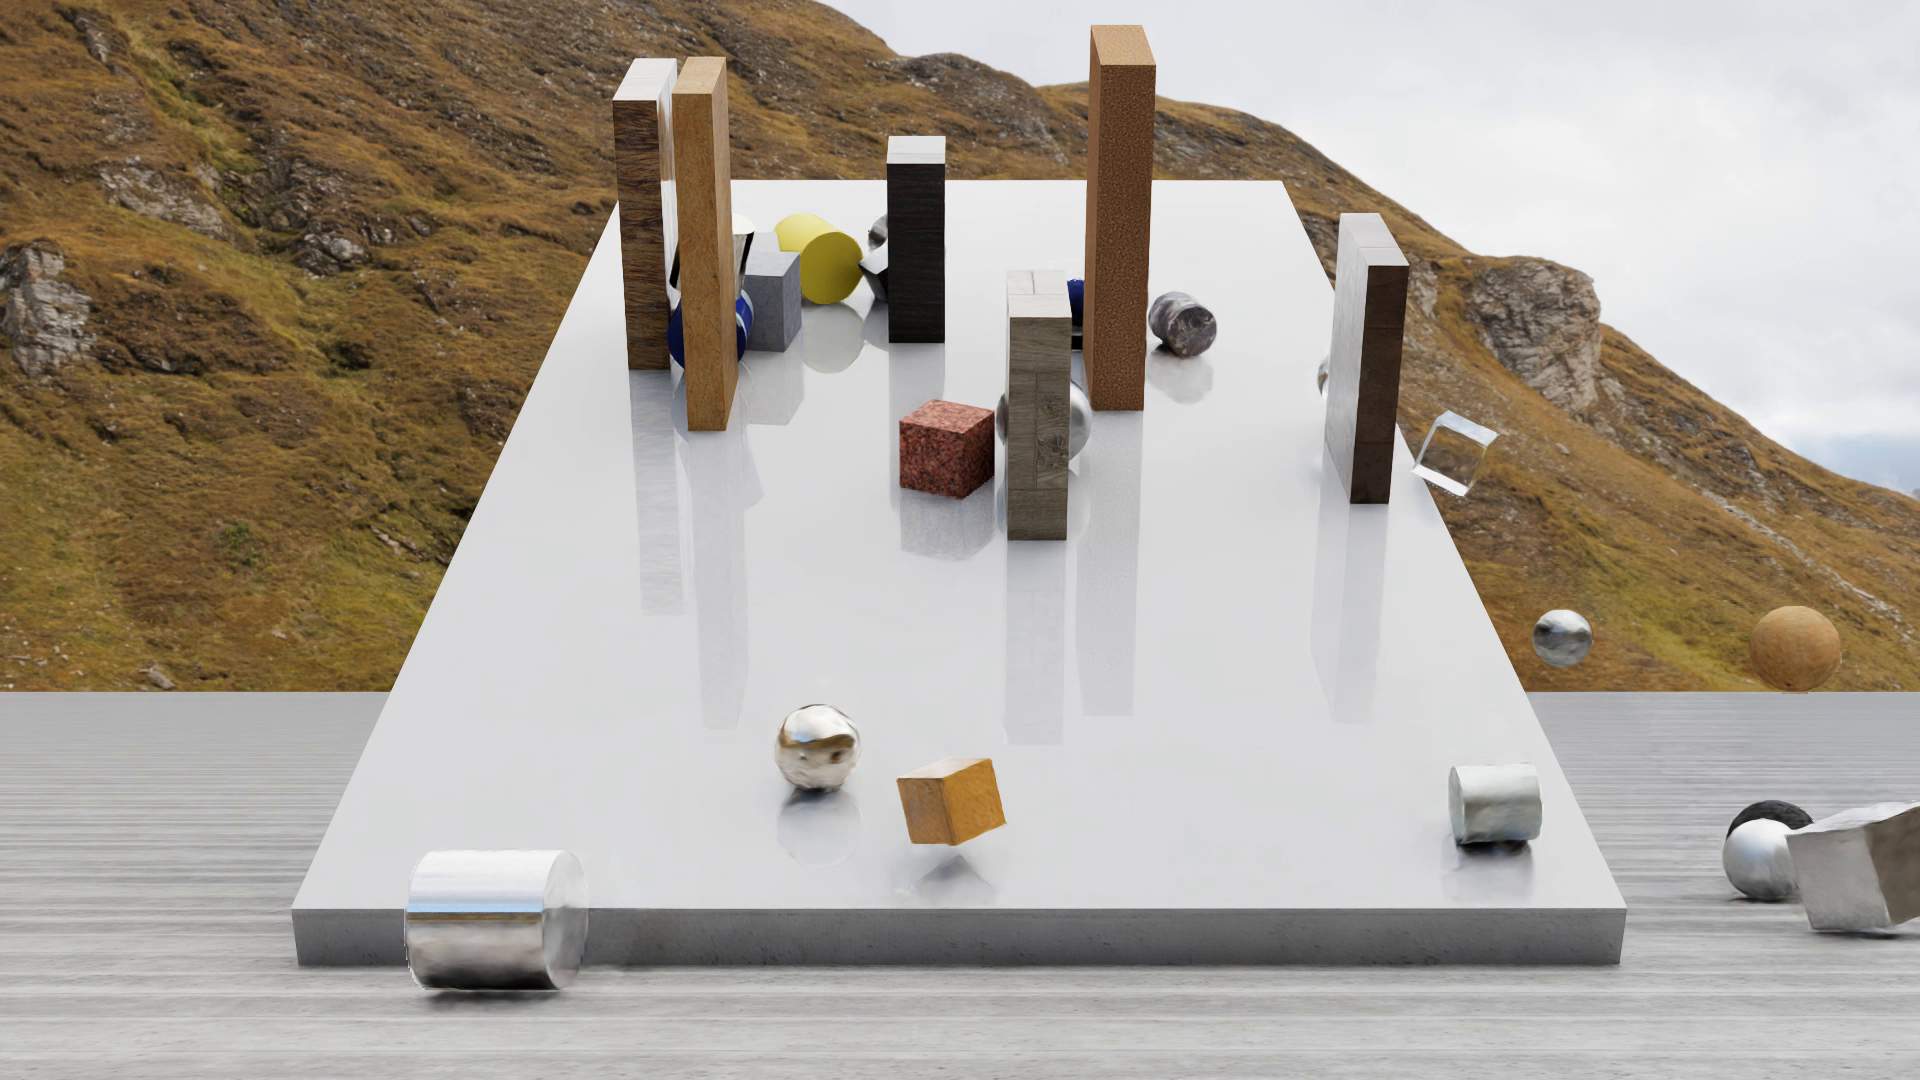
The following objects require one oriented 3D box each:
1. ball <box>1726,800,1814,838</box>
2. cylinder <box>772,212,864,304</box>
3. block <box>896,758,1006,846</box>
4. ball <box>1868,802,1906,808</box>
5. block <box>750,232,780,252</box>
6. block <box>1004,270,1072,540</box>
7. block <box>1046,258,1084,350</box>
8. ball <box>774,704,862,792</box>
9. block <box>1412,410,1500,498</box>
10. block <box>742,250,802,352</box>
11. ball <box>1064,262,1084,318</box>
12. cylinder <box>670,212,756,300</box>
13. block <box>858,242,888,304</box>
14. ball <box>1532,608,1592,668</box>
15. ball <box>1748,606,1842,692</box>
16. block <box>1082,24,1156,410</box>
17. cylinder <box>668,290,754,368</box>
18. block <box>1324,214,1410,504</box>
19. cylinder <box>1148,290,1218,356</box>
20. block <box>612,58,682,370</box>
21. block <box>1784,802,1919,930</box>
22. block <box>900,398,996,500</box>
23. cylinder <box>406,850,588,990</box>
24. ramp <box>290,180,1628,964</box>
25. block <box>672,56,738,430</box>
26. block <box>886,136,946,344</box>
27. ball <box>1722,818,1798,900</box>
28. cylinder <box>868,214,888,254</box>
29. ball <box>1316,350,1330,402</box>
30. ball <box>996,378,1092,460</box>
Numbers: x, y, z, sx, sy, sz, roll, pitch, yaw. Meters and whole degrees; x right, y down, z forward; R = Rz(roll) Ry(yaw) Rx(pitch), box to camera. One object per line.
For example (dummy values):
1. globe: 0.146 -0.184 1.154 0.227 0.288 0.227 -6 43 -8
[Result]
1. ball: 1.665 0.626 4.770 0.187 0.187 0.187 0 -4 0
2. cylinder: -0.379 -0.736 6.095 0.194 0.194 0.194 2 20 -31
3. block: -0.014 0.400 3.578 0.105 0.105 0.105 -18 8 -43
4. ball: 1.855 0.615 4.629 0.191 0.191 0.191 0 -4 0
5. block: -0.552 -0.673 5.972 0.179 0.179 0.179 -3 25 -7
6. block: 0.155 -0.276 4.742 0.120 0.474 0.297 0 24 0
7. block: 0.305 -0.586 5.783 0.179 0.179 0.179 0 24 -1
8. ball: -0.231 0.338 3.785 0.144 0.144 0.144 0 -4 0
9. block: 1.068 -0.188 5.029 0.124 0.124 0.124 28 24 16
10. block: -0.511 -0.595 5.781 0.194 0.194 0.194 4 25 8
11. ball: 0.309 -0.636 5.937 0.143 0.143 0.143 0 -4 0
12. cylinder: -0.587 -0.677 5.524 0.173 0.173 0.173 13 24 -6
13. block: -0.174 -0.690 6.045 0.112 0.112 0.112 -37 35 -12
14. ball: 1.324 0.216 5.127 0.128 0.128 0.128 0 -4 0
15. ball: 1.745 0.228 4.875 0.182 0.182 0.182 0 -4 0
16. block: 0.363 -0.747 5.387 0.120 0.799 0.411 0 24 0
17. cylinder: -0.598 -0.514 5.608 0.188 0.188 0.188 0 24 2
18. block: 0.856 -0.388 4.935 0.082 0.520 0.365 0 24 0
19. cylinder: 0.546 -0.531 5.725 0.128 0.128 0.128 1 23 -21
20. block: -0.746 -0.795 5.661 0.101 0.655 0.422 0 24 0
21. block: 1.548 0.555 3.965 0.170 0.170 0.170 -13 -4 -29
22. block: -0.027 -0.194 4.951 0.150 0.150 0.150 12 27 25
23. cylinder: -0.629 0.518 3.185 0.189 0.189 0.189 -1 -4 10
24. ramp: -0.008 -0.229 5.331 2.000 0.100 4.000 0 24 0
25. block: -0.569 -0.666 5.244 0.085 0.766 0.344 0 24 0
26. block: -0.107 -0.749 5.805 0.140 0.456 0.255 0 24 0
27. ball: 1.584 0.629 4.592 0.159 0.159 0.159 0 -4 0
28. cylinder: -0.143 -0.781 6.235 0.159 0.159 0.159 2 21 -28
29. ball: 0.889 -0.364 5.241 0.172 0.172 0.172 0 -4 0
30. ball: 0.181 -0.260 5.027 0.209 0.209 0.209 0 -4 0
